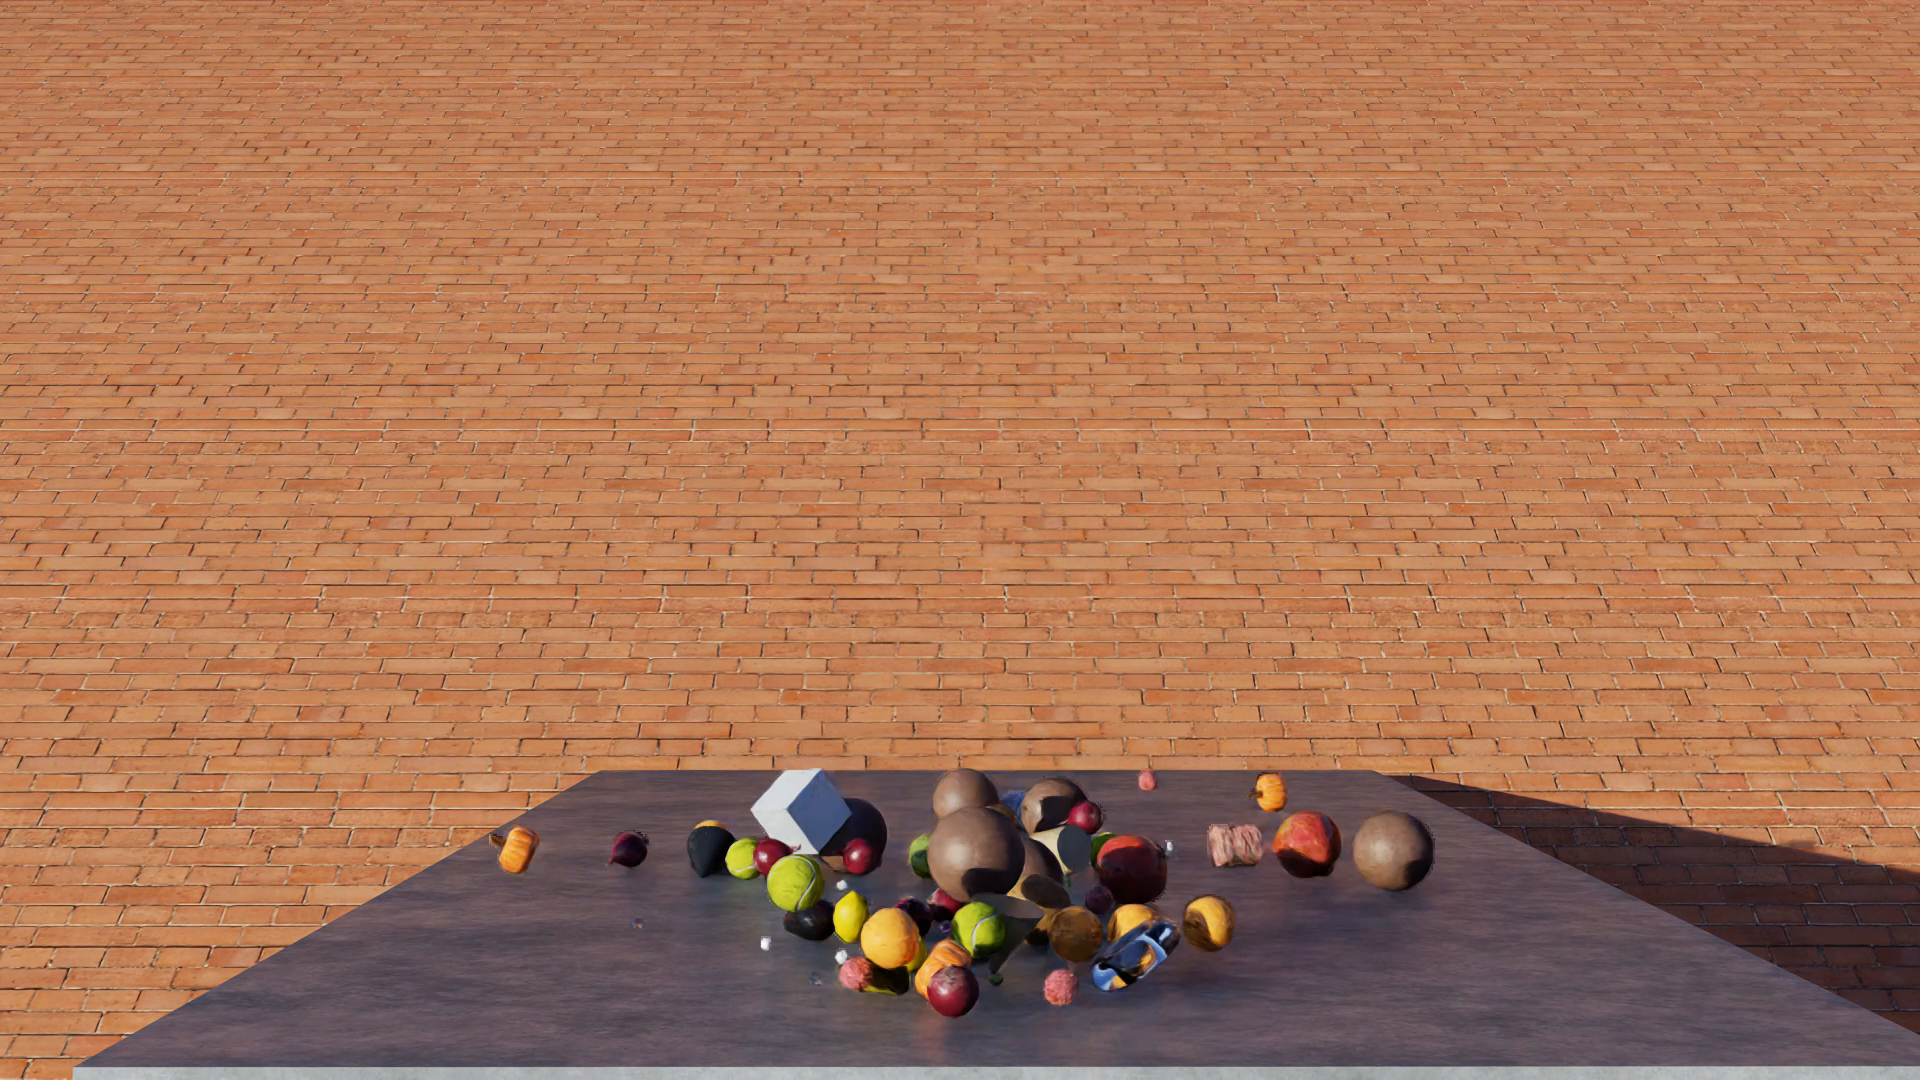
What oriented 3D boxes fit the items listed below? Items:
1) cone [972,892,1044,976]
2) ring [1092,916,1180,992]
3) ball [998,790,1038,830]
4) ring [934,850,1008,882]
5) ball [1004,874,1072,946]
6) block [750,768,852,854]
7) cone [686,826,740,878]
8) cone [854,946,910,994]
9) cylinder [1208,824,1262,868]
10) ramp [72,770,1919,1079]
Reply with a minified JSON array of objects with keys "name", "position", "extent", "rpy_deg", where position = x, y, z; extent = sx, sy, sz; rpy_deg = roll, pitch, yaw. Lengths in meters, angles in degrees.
[{"name":"cone","position":[0.051,0.510,3.292],"extent":[0.096,0.096,0.096],"rpy_deg":[12,8,-2]},{"name":"ring","position":[0.217,0.511,3.200],"extent":[0.042,0.126,0.126],"rpy_deg":[54,46,0]},{"name":"ball","position":[0.115,0.537,5.155],"extent":[0.082,0.082,0.082],"rpy_deg":[0,32,0]},{"name":"ring","position":[0.018,0.549,4.365],"extent":[0.125,0.042,0.125],"rpy_deg":[1,0,0]},{"name":"ball","position":[0.105,0.510,3.572],"extent":[0.098,0.098,0.098],"rpy_deg":[0,32,0]},{"name":"block","position":[-0.266,0.455,4.345],"extent":[0.099,0.099,0.099],"rpy_deg":[-8,32,49]},{"name":"cone","position":[-0.430,0.550,4.405],"extent":[0.093,0.093,0.093],"rpy_deg":[4,26,6]},{"name":"cone","position":[-0.107,0.542,3.191],"extent":[0.064,0.064,0.064],"rpy_deg":[-30,21,26]},{"name":"cylinder","position":[0.481,0.534,4.530],"extent":[0.072,0.072,0.072],"rpy_deg":[-1,31,-16]},{"name":"ramp","position":[0.071,0.623,4.710],"extent":[2.000,0.100,4.000],"rpy_deg":[0,-1,0]}]
